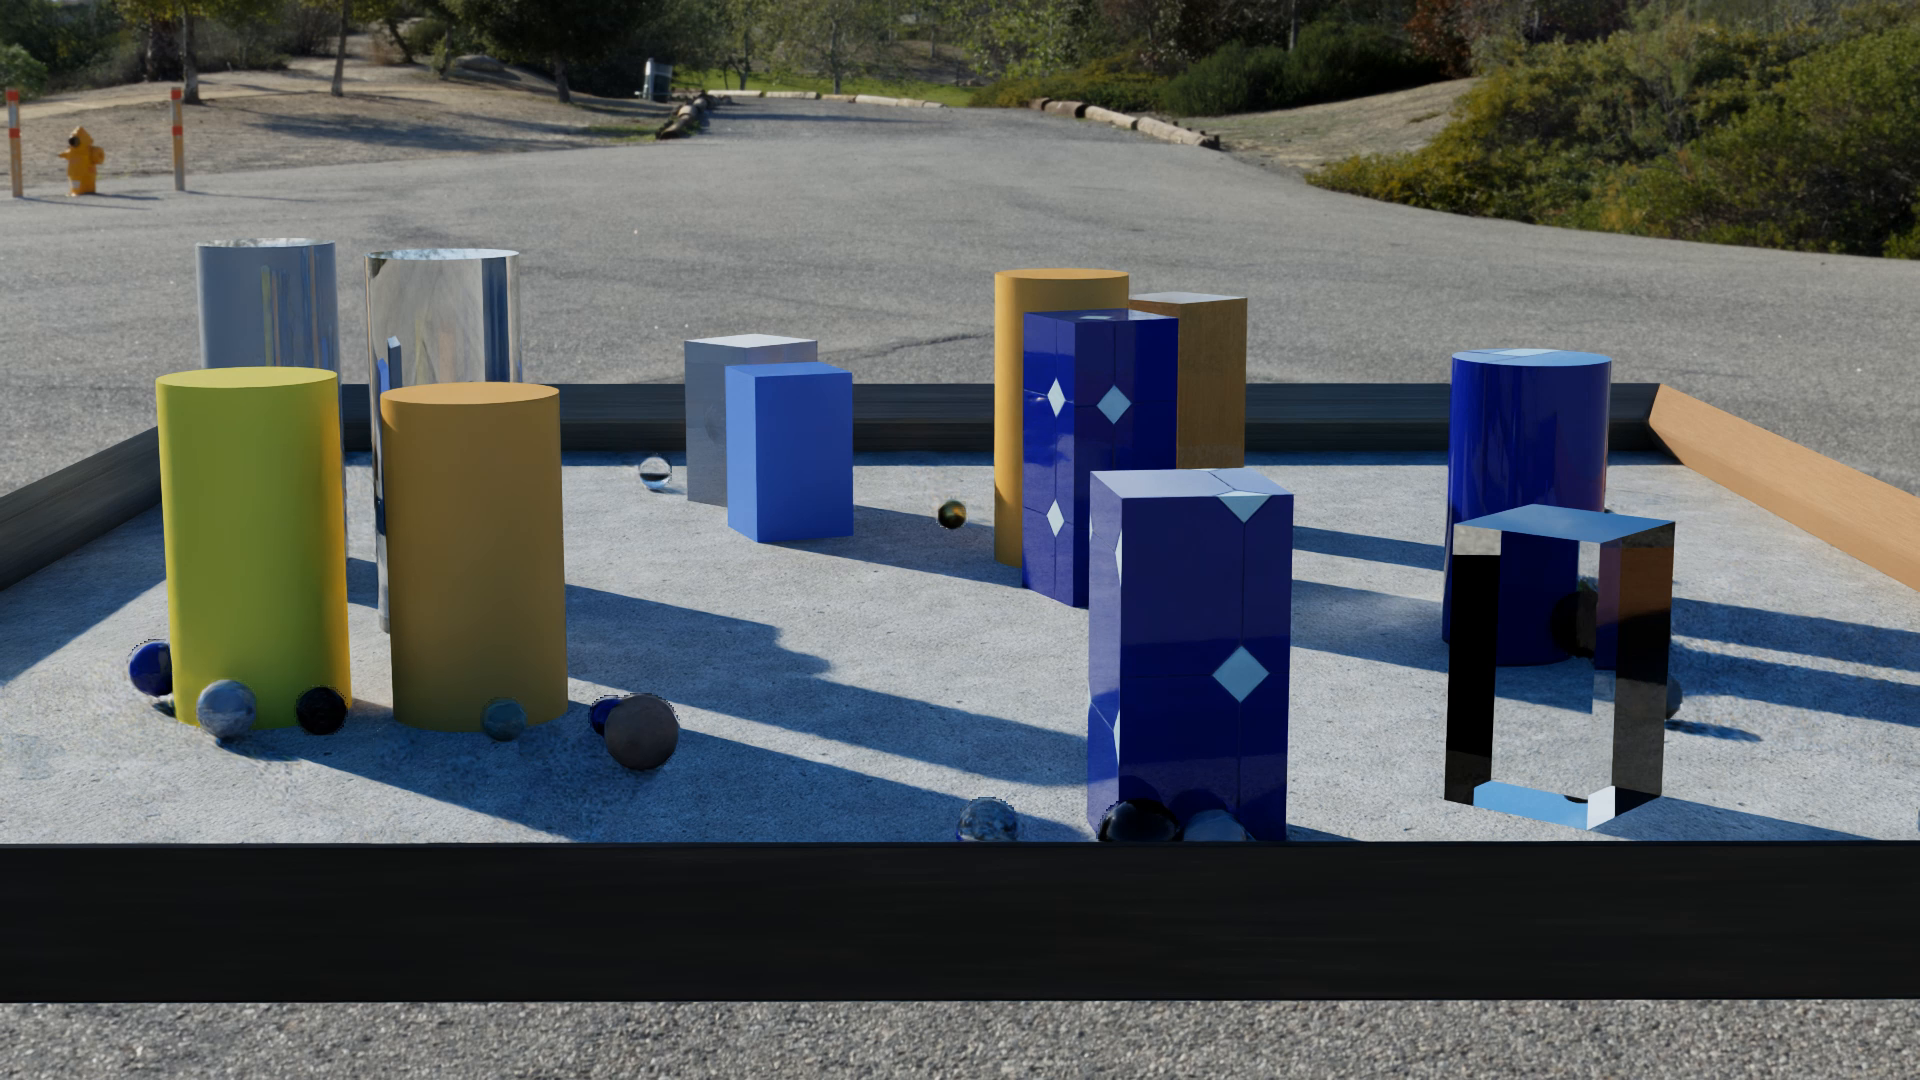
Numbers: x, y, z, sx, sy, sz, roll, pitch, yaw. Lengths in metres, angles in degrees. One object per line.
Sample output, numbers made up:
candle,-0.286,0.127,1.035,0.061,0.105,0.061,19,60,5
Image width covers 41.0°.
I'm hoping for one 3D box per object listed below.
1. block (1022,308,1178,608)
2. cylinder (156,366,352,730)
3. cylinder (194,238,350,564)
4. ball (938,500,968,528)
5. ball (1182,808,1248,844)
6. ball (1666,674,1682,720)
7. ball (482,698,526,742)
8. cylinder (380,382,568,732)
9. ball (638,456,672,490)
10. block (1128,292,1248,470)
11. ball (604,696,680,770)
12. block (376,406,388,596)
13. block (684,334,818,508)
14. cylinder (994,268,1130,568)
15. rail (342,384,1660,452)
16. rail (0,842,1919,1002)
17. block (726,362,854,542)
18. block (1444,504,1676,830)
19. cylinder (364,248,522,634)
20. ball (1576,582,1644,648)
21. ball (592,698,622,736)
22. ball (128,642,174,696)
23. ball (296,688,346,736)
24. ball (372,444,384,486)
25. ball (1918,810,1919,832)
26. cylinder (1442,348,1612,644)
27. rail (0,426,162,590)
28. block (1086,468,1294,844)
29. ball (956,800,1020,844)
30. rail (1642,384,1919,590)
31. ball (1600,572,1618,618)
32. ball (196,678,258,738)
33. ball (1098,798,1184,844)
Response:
block,0.192,-0.118,3.556,0.157,0.387,0.157,-5,12,-24
cylinder,-0.798,0.005,2.907,0.197,0.382,0.197,0,10,0
cylinder,-1.004,-0.197,3.750,0.197,0.473,0.197,0,10,0
ball,-0.012,-0.041,4.077,0.047,0.047,0.047,0,10,0
ball,0.230,0.275,2.327,0.062,0.062,0.062,0,10,0
ball,0.781,0.175,2.880,0.058,0.058,0.058,0,10,0
ball,-0.496,0.196,2.793,0.047,0.047,0.047,0,10,0
cylinder,-0.547,0.015,2.899,0.197,0.365,0.197,0,10,0
ball,-0.530,-0.117,4.458,0.057,0.057,0.057,0,10,0
block,0.347,-0.210,4.127,0.157,0.360,0.157,-9,14,-41
ball,-0.333,0.201,2.680,0.079,0.079,0.079,0,10,0
block,-0.727,-0.067,3.624,0.157,0.262,0.157,0,11,-3
block,-0.350,-0.201,4.321,0.157,0.271,0.157,10,14,43
cylinder,0.149,-0.182,3.800,0.197,0.425,0.197,0,10,0
rail,-0.008,-0.230,4.865,2.690,0.128,0.045,0,10,0
rail,0.008,0.295,2.032,2.690,0.128,0.045,0,10,0
block,-0.269,-0.141,4.037,0.157,0.257,0.157,-4,11,-21
block,0.597,0.121,2.557,0.157,0.281,0.157,9,14,40
cylinder,-0.667,-0.129,3.344,0.197,0.486,0.197,0,10,0
ball,0.803,0.094,3.169,0.082,0.082,0.082,0,10,0
ball,-0.382,0.195,2.810,0.044,0.044,0.044,0,10,0
ball,-0.928,0.149,2.968,0.064,0.064,0.064,0,10,0
ball,-0.702,0.188,2.822,0.053,0.053,0.053,0,10,0
ball,-0.962,-0.130,4.416,0.098,0.098,0.098,0,10,0
ball,0.925,0.262,2.383,0.068,0.068,0.068,0,10,0
cylinder,0.717,-0.050,3.254,0.197,0.365,0.197,0,10,0
rail,-1.321,0.034,3.441,0.045,0.128,2.929,0,10,0
block,0.213,0.116,2.411,0.157,0.344,0.157,-1,11,-7
ball,0.025,0.269,2.368,0.059,0.059,0.059,0,10,0
rail,1.321,0.032,3.456,0.045,0.128,2.929,0,10,0
ball,0.841,0.073,3.408,0.065,0.065,0.065,0,10,0
ball,-0.803,0.185,2.806,0.065,0.065,0.065,0,10,0
ball,0.163,0.271,2.313,0.076,0.076,0.076,0,10,0
